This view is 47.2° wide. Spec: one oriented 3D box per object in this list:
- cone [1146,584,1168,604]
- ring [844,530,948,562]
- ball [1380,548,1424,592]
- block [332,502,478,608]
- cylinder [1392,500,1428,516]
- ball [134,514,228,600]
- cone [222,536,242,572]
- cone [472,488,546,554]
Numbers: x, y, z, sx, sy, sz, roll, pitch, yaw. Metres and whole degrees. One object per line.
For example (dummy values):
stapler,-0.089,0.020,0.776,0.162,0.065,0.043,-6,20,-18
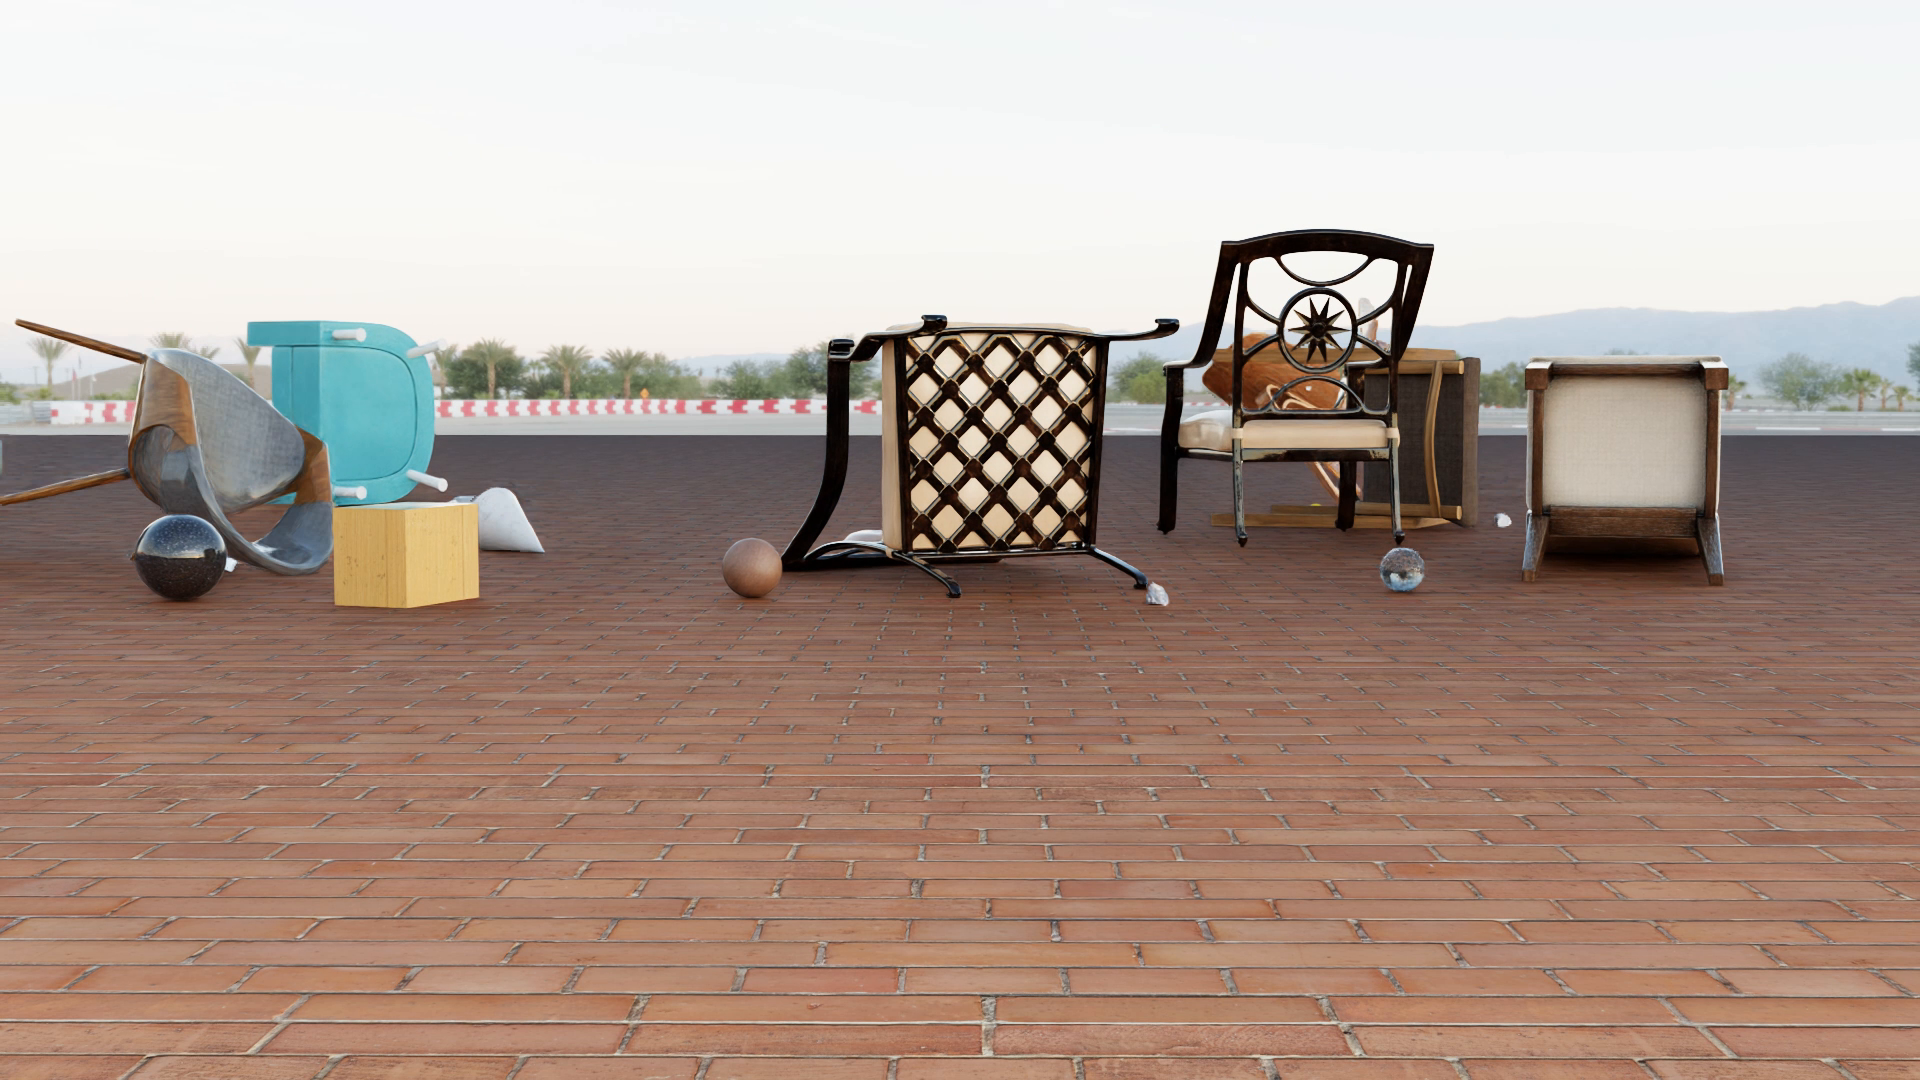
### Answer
cone,0.401,0.123,4.591,0.038,0.054,0.082,-38,-8,24
ring,-0.169,0.015,5.796,0.275,0.074,0.279,-2,4,-42
ball,0.979,0.066,4.868,0.098,0.098,0.098,0,4,0
block,-1.170,0.028,4.656,0.179,0.202,0.258,2,4,22
cylinder,1.584,-0.111,7.735,0.066,0.058,0.111,-2,1,-31
ball,-1.652,0.036,4.665,0.185,0.185,0.185,0,4,0
cone,-1.833,0.053,5.476,0.130,0.083,0.189,7,12,-31
cone,-1.217,-0.012,6.062,0.223,0.180,0.211,30,-22,29
